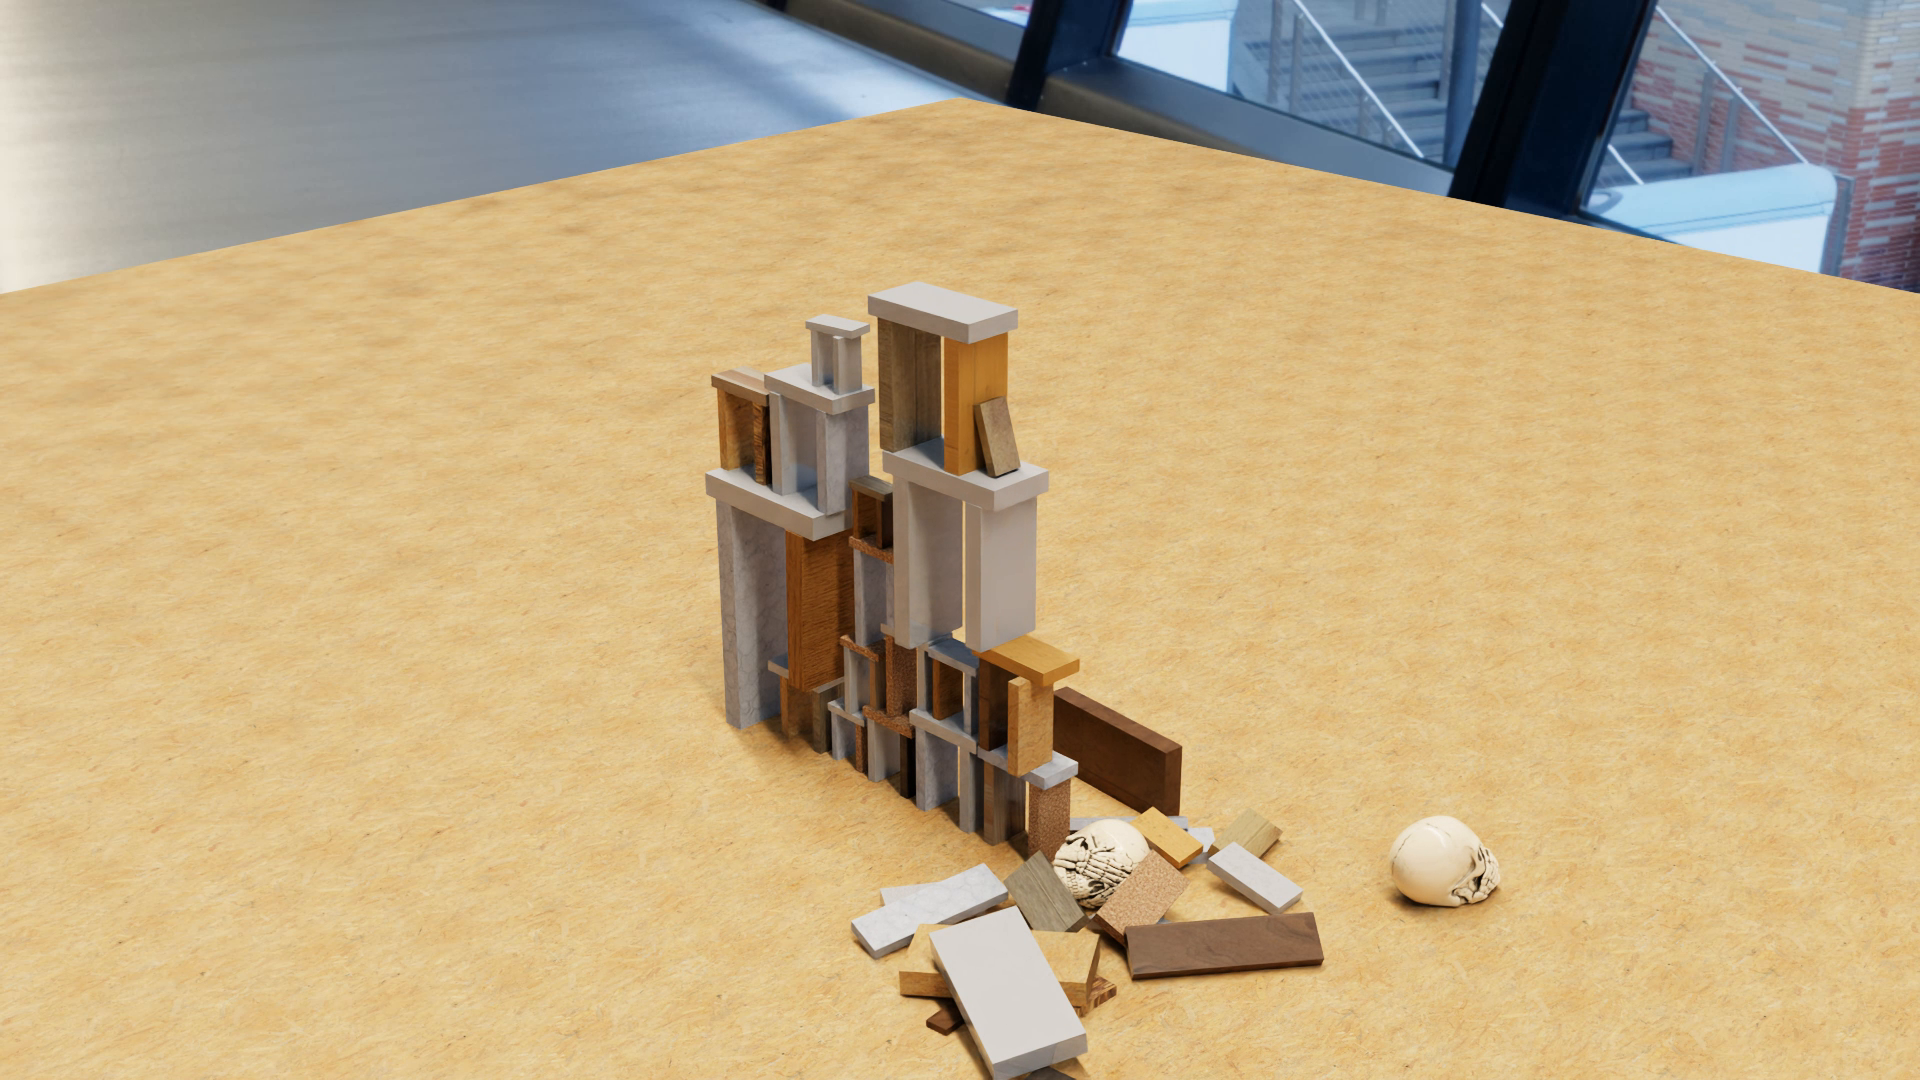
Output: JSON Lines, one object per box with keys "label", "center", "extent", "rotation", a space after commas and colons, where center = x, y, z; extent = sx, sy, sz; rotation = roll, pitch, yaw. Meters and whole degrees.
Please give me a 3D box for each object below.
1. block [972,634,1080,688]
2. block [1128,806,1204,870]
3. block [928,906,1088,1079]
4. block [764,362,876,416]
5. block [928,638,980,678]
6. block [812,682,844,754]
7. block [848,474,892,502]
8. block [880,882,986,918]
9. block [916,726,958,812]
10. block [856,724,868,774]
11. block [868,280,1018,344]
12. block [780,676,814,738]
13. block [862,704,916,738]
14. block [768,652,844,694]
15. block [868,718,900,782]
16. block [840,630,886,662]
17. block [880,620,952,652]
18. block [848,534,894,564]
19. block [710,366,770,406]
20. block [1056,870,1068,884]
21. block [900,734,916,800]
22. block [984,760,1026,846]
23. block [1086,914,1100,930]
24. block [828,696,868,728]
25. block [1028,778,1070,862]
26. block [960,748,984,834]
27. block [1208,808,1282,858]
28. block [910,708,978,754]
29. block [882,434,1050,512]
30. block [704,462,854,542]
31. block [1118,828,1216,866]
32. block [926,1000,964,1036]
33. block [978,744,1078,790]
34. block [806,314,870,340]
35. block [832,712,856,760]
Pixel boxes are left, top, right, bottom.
{"label": "block", "center": [0.124, 0.220, 4.176], "extent": [0.097, 0.027, 0.194], "rotation": [-20, 30, -39]}
{"label": "block", "center": [0.400, 0.579, 4.282], "extent": [0.068, 0.019, 0.137], "rotation": [-29, 48, -32]}
{"label": "block", "center": [0.079, 0.769, 3.749], "extent": [0.165, 0.047, 0.330], "rotation": [-16, 35, -13]}
{"label": "block", "center": [-0.282, -0.303, 4.397], "extent": [0.109, 0.031, 0.218], "rotation": [-20, 30, -38]}
{"label": "block", "center": [0.007, 0.230, 4.310], "extent": [0.066, 0.019, 0.132], "rotation": [-21, 31, -40]}
{"label": "block", "center": [-0.277, 0.371, 4.685], "extent": [0.022, 0.157, 0.078], "rotation": [22, 31, 40]}
{"label": "block", "center": [-0.166, -0.103, 4.355], "extent": [0.052, 0.015, 0.104], "rotation": [-21, 31, -40]}
{"label": "block", "center": [-0.051, 0.679, 4.127], "extent": [0.184, 0.026, 0.092], "rotation": [-5, 23, -11]}
{"label": "block", "center": [-0.047, 0.449, 4.463], "extent": [0.027, 0.187, 0.094], "rotation": [21, 31, 41]}
{"label": "block", "center": [-0.192, 0.427, 4.610], "extent": [0.016, 0.112, 0.056], "rotation": [21, 31, 41]}
{"label": "block", "center": [-0.033, -0.423, 4.075], "extent": [0.262, 0.037, 0.131], "rotation": [21, 31, 40]}
{"label": "block", "center": [-0.351, 0.342, 4.754], "extent": [0.022, 0.157, 0.078], "rotation": [21, 31, 41]}
{"label": "block", "center": [-0.124, 0.363, 4.509], "extent": [0.145, 0.021, 0.072], "rotation": [21, 31, 41]}
{"label": "block", "center": [-0.326, 0.278, 4.674], "extent": [0.157, 0.022, 0.078], "rotation": [21, 31, 38]}
{"label": "block", "center": [-0.158, 0.425, 4.573], "extent": [0.021, 0.145, 0.072], "rotation": [21, 31, 41]}
{"label": "block", "center": [-0.186, 0.216, 4.511], "extent": [0.116, 0.016, 0.058], "rotation": [21, 31, 41]}
{"label": "block", "center": [-0.087, 0.185, 4.404], "extent": [0.137, 0.019, 0.068], "rotation": [21, 31, 40]}
{"label": "block", "center": [-0.148, 0.013, 4.393], "extent": [0.071, 0.020, 0.142], "rotation": [-21, 31, -40]}
{"label": "block", "center": [-0.424, -0.319, 4.545], "extent": [0.089, 0.025, 0.177], "rotation": [-21, 31, -40]}
{"label": "block", "center": [0.159, 0.650, 4.213], "extent": [0.092, 0.013, 0.046], "rotation": [2, 23, 4]}
{"label": "block", "center": [-0.090, 0.452, 4.510], "extent": [0.021, 0.145, 0.072], "rotation": [21, 31, 41]}
{"label": "block", "center": [0.089, 0.504, 4.339], "extent": [0.091, 0.183, 0.026], "rotation": [-21, 30, -40]}
{"label": "block", "center": [0.307, 0.685, 4.080], "extent": [0.142, 0.020, 0.071], "rotation": [-20, 3, -38]}
{"label": "block", "center": [-0.219, 0.358, 4.609], "extent": [0.112, 0.016, 0.056], "rotation": [21, 31, 41]}
{"label": "block", "center": [0.173, 0.538, 4.259], "extent": [0.026, 0.183, 0.091], "rotation": [21, 31, 40]}
{"label": "block", "center": [0.042, 0.484, 4.381], "extent": [0.027, 0.187, 0.094], "rotation": [21, 31, 41]}
{"label": "block", "center": [0.558, 0.590, 4.300], "extent": [0.084, 0.024, 0.167], "rotation": [35, 35, 17]}
{"label": "block", "center": [-0.003, 0.368, 4.380], "extent": [0.187, 0.027, 0.094], "rotation": [21, 31, 41]}
{"label": "block", "center": [0.009, -0.131, 4.158], "extent": [0.296, 0.042, 0.148], "rotation": [21, 31, 40]}
{"label": "block", "center": [-0.351, -0.093, 4.562], "extent": [0.175, 0.050, 0.350], "rotation": [-20, 30, -40]}
{"label": "block", "center": [0.407, 0.600, 4.312], "extent": [0.186, 0.026, 0.093], "rotation": [-1, 23, -2]}
{"label": "block", "center": [-0.012, 0.823, 3.803], "extent": [0.046, 0.013, 0.092], "rotation": [17, 28, 36]}
{"label": "block", "center": [0.131, 0.425, 4.257], "extent": [0.091, 0.026, 0.183], "rotation": [-20, 30, -39]}
{"label": "block", "center": [-0.240, -0.419, 4.311], "extent": [0.116, 0.016, 0.058], "rotation": [16, 27, 33]}
{"label": "block", "center": [-0.245, 0.407, 4.659], "extent": [0.016, 0.112, 0.056], "rotation": [21, 31, 41]}
